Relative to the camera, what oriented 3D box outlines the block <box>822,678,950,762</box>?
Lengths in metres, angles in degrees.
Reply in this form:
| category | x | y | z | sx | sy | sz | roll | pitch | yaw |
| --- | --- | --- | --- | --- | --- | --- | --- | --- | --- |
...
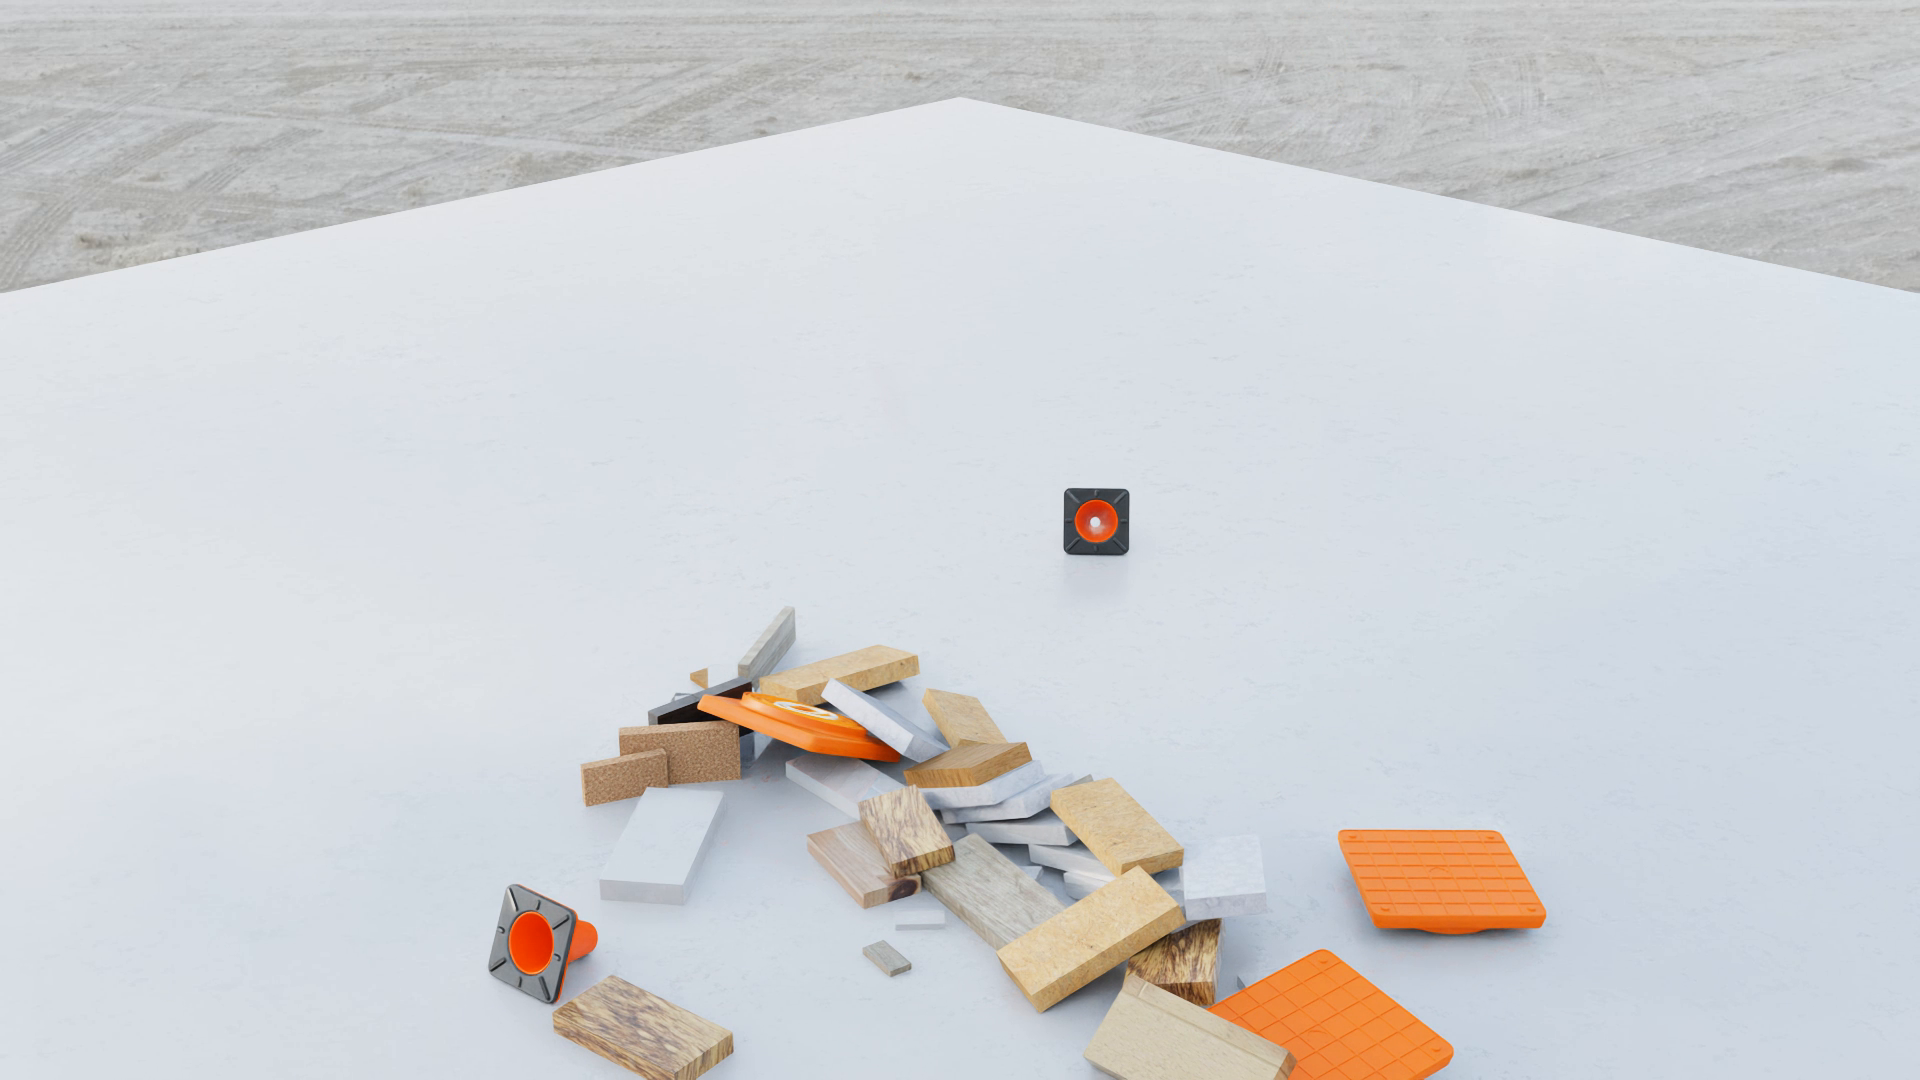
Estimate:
| category | x | y | z | sx | sy | sz | roll | pitch | yaw |
| --- | --- | --- | --- | --- | --- | --- | --- | --- | --- |
| block | -0.144 | 0.397 | 4.656 | 0.161 | 0.046 | 0.322 | 30 | 0 | -41 |

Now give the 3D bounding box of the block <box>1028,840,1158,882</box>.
| category | x | y | z | sx | sy | sz | roll | pitch | yaw |
| --- | --- | --- | --- | --- | --- | --- | --- | --- | --- |
| block | 0.271 | 0.596 | 4.188 | 0.133 | 0.038 | 0.266 | -18 | 15 | -39 |

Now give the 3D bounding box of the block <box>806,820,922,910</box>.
| category | x | y | z | sx | sy | sz | roll | pitch | yaw |
| --- | --- | --- | --- | --- | --- | --- | --- | --- | --- |
| block | -0.187 | 0.624 | 4.245 | 0.122 | 0.035 | 0.245 | -12 | 26 | -27 |

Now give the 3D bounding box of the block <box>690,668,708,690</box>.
| category | x | y | z | sx | sy | sz | roll | pitch | yaw |
| --- | --- | --- | --- | --- | --- | --- | --- | --- | --- |
| block | -0.556 | 0.322 | 4.982 | 0.058 | 0.016 | 0.116 | -17 | 28 | -35 |

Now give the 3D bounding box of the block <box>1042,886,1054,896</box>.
| category | x | y | z | sx | sy | sz | roll | pitch | yaw |
| --- | --- | --- | --- | --- | --- | --- | --- | --- | --- |
| block | 0.154 | 0.681 | 4.138 | 0.046 | 0.013 | 0.092 | 1 | 23 | 2 |

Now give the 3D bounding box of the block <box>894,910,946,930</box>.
| category | x | y | z | sx | sy | sz | roll | pitch | yaw |
| --- | --- | --- | --- | --- | --- | --- | --- | --- | --- |
| block | -0.074 | 0.705 | 4.081 | 0.092 | 0.013 | 0.046 | -1 | 23 | -2 |

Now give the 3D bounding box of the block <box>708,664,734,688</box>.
| category | x | y | z | sx | sy | sz | roll | pitch | yaw |
| --- | --- | --- | --- | --- | --- | --- | --- | --- | --- |
| block | -0.539 | 0.313 | 4.960 | 0.058 | 0.016 | 0.116 | -2 | 23 | -6 |

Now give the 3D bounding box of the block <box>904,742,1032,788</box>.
| category | x | y | z | sx | sy | sz | roll | pitch | yaw |
| --- | --- | --- | --- | --- | --- | --- | --- | --- | --- |
| block | 0.013 | 0.453 | 4.409 | 0.137 | 0.039 | 0.274 | -22 | 5 | -31 |

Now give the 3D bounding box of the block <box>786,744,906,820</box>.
| category | x | y | z | sx | sy | sz | roll | pitch | yaw |
| --- | --- | --- | --- | --- | --- | --- | --- | --- | --- |
| block | -0.236 | 0.499 | 4.540 | 0.123 | 0.035 | 0.246 | -19 | 29 | -37 |

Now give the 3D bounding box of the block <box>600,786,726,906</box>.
| category | x | y | z | sx | sy | sz | roll | pitch | yaw |
| --- | --- | --- | --- | --- | --- | --- | --- | --- | --- |
| block | -0.577 | 0.595 | 4.301 | 0.161 | 0.046 | 0.354 | 3 | 23 | 7 |

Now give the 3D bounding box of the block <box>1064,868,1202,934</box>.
| category | x | y | z | sx | sy | sz | roll | pitch | yaw |
| --- | --- | --- | --- | --- | --- | --- | --- | --- | --- |
| block | 0.348 | 0.650 | 4.086 | 0.153 | 0.043 | 0.305 | -16 | 15 | -33 |

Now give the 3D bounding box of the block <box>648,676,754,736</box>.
| category | x | y | z | sx | sy | sz | roll | pitch | yaw |
| --- | --- | --- | --- | --- | --- | --- | --- | --- | --- |
| block | -0.551 | 0.387 | 4.691 | 0.246 | 0.123 | 0.035 | -19 | 30 | -38 |

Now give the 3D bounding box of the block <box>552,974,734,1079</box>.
| category | x | y | z | sx | sy | sz | roll | pitch | yaw |
| --- | --- | --- | --- | --- | --- | --- | --- | --- | --- |
| block | -0.540 | 0.836 | 3.738 | 0.285 | 0.040 | 0.143 | 16 | 28 | 33 |

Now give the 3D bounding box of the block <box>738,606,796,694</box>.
| category | x | y | z | sx | sy | sz | roll | pitch | yaw |
| --- | --- | --- | --- | --- | --- | --- | --- | --- | --- |
| block | -0.441 | 0.256 | 5.045 | 0.025 | 0.087 | 0.322 | 6 | 24 | 14 |

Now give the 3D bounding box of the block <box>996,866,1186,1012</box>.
| category | x | y | z | sx | sy | sz | roll | pitch | yaw |
| --- | --- | --- | --- | --- | --- | --- | --- | --- | --- |
| block | 0.231 | 0.705 | 3.900 | 0.305 | 0.043 | 0.153 | -29 | 29 | -12 |

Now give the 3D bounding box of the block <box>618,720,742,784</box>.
| category | x | y | z | sx | sy | sz | roll | pitch | yaw |
| --- | --- | --- | --- | --- | --- | --- | --- | --- | --- |
| block | -0.580 | 0.443 | 4.559 | 0.246 | 0.123 | 0.035 | -3 | 23 | -8 |

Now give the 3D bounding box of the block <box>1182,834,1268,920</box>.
| category | x | y | z | sx | sy | sz | roll | pitch | yaw |
| --- | --- | --- | --- | --- | --- | --- | --- | --- | --- |
| block | 0.479 | 0.610 | 3.992 | 0.143 | 0.040 | 0.285 | -6 | 12 | 7 |

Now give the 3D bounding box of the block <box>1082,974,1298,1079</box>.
| category | x | y | z | sx | sy | sz | roll | pitch | yaw |
| --- | --- | --- | --- | --- | --- | --- | --- | --- | --- |
| block | 0.373 | 0.847 | 3.594 | 0.320 | 0.045 | 0.160 | 19 | 67 | 38 |

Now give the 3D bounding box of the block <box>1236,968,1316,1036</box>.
| category | x | y | z | sx | sy | sz | roll | pitch | yaw |
| --- | --- | --- | --- | --- | --- | --- | --- | --- | --- |
| block | 0.550 | 0.805 | 3.836 | 0.079 | 0.022 | 0.157 | -6 | 24 | -15 |

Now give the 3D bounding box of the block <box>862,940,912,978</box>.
| category | x | y | z | sx | sy | sz | roll | pitch | yaw |
| --- | --- | --- | --- | --- | --- | --- | --- | --- | --- |
| block | -0.132 | 0.755 | 3.966 | 0.046 | 0.013 | 0.092 | -15 | 27 | -32 |

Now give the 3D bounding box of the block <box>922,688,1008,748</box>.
| category | x | y | z | sx | sy | sz | roll | pitch | yaw |
| --- | --- | --- | --- | --- | --- | --- | --- | --- | --- |
| block | 0.013 | 0.397 | 4.731 | 0.122 | 0.035 | 0.245 | 13 | 17 | -23 |

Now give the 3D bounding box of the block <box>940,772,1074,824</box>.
| category | x | y | z | sx | sy | sz | roll | pitch | yaw |
| --- | --- | --- | --- | --- | --- | --- | --- | --- | --- |
| block | 0.094 | 0.511 | 4.347 | 0.137 | 0.039 | 0.274 | -23 | 5 | -37 |

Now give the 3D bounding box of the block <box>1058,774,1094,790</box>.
| category | x | y | z | sx | sy | sz | roll | pitch | yaw |
| --- | --- | --- | --- | --- | --- | --- | --- | --- | --- |
| block | 0.227 | 0.492 | 4.264 | 0.092 | 0.046 | 0.013 | -22 | -3 | -37 |

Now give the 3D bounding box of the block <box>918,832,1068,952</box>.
| category | x | y | z | sx | sy | sz | roll | pitch | yaw |
| --- | --- | --- | --- | --- | --- | --- | --- | --- | --- |
| block | 0.060 | 0.664 | 4.110 | 0.143 | 0.040 | 0.329 | -24 | 31 | -24 |

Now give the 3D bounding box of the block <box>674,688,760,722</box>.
| category | x | y | z | sx | sy | sz | roll | pitch | yaw |
| --- | --- | --- | --- | --- | --- | --- | --- | --- | --- |
| block | -0.532 | 0.371 | 4.824 | 0.174 | 0.025 | 0.087 | -6 | 40 | -13 |

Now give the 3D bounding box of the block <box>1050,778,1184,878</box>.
| category | x | y | z | sx | sy | sz | roll | pitch | yaw |
| --- | --- | --- | --- | --- | --- | --- | --- | --- | --- |
| block | 0.293 | 0.540 | 4.129 | 0.133 | 0.038 | 0.266 | -10 | 28 | -25 |

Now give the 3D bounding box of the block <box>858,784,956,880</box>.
| category | x | y | z | sx | sy | sz | roll | pitch | yaw |
| --- | --- | --- | --- | --- | --- | --- | --- | --- | --- |
| block | -0.106 | 0.564 | 4.272 | 0.122 | 0.035 | 0.245 | -16 | 26 | -13 |

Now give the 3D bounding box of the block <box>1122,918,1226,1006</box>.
| category | x | y | z | sx | sy | sz | roll | pitch | yaw |
| --- | --- | --- | --- | --- | --- | --- | --- | --- | --- |
| block | 0.381 | 0.737 | 3.875 | 0.153 | 0.043 | 0.305 | -5 | 12 | 12 |

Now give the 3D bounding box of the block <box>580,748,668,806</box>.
| category | x | y | z | sx | sy | sz | roll | pitch | yaw |
| --- | --- | --- | --- | --- | --- | --- | --- | --- | --- |
| block | -0.687 | 0.486 | 4.504 | 0.174 | 0.087 | 0.025 | -9 | 25 | -21 |

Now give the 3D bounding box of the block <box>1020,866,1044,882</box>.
| category | x | y | z | sx | sy | sz | roll | pitch | yaw |
| --- | --- | --- | --- | --- | --- | --- | --- | --- | --- |
| block | 0.122 | 0.653 | 4.174 | 0.046 | 0.013 | 0.092 | -5 | 28 | 27 |

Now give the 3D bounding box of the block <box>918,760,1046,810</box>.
| category | x | y | z | sx | sy | sz | roll | pitch | yaw |
| --- | --- | --- | --- | --- | --- | --- | --- | --- | --- |
| block | 0.032 | 0.490 | 4.378 | 0.137 | 0.039 | 0.274 | -23 | 5 | -37 |

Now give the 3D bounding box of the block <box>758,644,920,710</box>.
| category | x | y | z | sx | sy | sz | roll | pitch | yaw |
| --- | --- | --- | --- | --- | --- | --- | --- | --- | --- |
| block | -0.269 | 0.305 | 4.931 | 0.322 | 0.046 | 0.161 | -14 | 14 | -33 |

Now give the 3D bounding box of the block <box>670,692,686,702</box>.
| category | x | y | z | sx | sy | sz | roll | pitch | yaw |
| --- | --- | --- | --- | --- | --- | --- | --- | --- | --- |
| block | -0.582 | 0.363 | 4.884 | 0.116 | 0.016 | 0.058 | 4 | 23 | 9 |

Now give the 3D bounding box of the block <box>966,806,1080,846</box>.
| category | x | y | z | sx | sy | sz | roll | pitch | yaw |
| --- | --- | --- | --- | --- | --- | --- | --- | --- | --- |
| block | 0.153 | 0.550 | 4.300 | 0.266 | 0.038 | 0.133 | -6 | 13 | 46 |
